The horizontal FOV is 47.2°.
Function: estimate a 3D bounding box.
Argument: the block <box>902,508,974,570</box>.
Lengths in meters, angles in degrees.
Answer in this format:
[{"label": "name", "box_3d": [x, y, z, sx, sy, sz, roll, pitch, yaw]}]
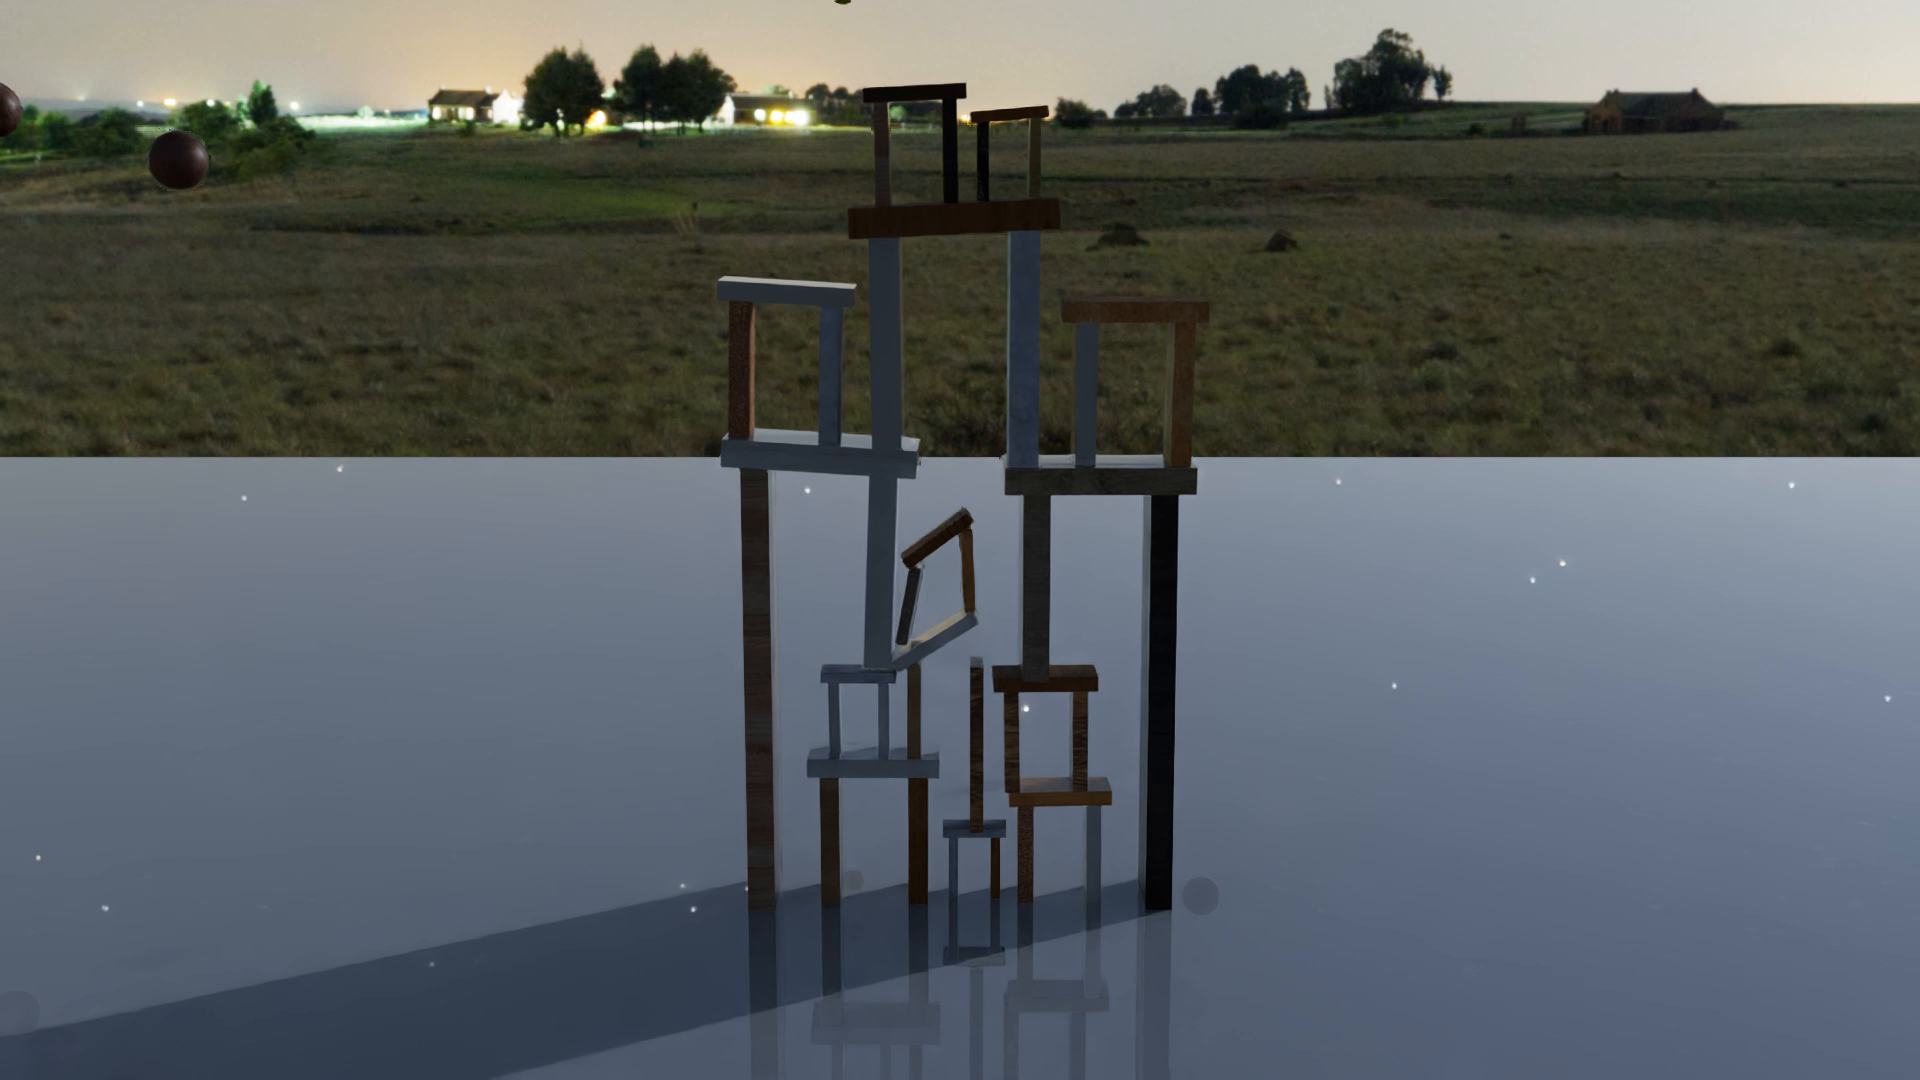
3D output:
[{"label": "block", "box_3d": [-0.037, -0.003, 3.561, 0.130, 0.018, 0.065, -36, 10, 3]}]

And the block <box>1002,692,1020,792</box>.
[{"label": "block", "box_3d": [0.083, 0.321, 3.608, 0.024, 0.168, 0.084, -1, 11, -1]}]

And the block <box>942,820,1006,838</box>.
[{"label": "block", "box_3d": [0.024, 0.479, 3.653, 0.104, 0.015, 0.052, 0, 11, 0]}]

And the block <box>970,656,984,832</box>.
[{"label": "block", "box_3d": [0.027, 0.336, 3.619, 0.022, 0.278, 0.076, 0, 11, 0]}]

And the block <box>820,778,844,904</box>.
[{"label": "block", "box_3d": [-0.213, 0.484, 3.653, 0.030, 0.215, 0.108, 0, 11, 0]}]

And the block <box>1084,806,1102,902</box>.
[{"label": "block", "box_3d": [0.220, 0.508, 3.652, 0.024, 0.167, 0.084, -1, 11, 0]}]

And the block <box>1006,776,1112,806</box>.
[{"label": "block", "box_3d": [0.162, 0.415, 3.628, 0.167, 0.024, 0.084, -1, 11, -2]}]

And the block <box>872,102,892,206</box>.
[{"label": "block", "box_3d": [-0.121, -0.605, 3.449, 0.023, 0.159, 0.080, -1, 10, 0]}]

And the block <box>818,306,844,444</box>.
[{"label": "block", "box_3d": [-0.205, -0.268, 3.510, 0.030, 0.214, 0.107, 2, 10, 0]}]

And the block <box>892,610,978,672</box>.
[{"label": "block", "box_3d": [-0.039, 0.160, 3.580, 0.152, 0.022, 0.076, -32, 8, 6]}]

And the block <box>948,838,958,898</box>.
[{"label": "block", "box_3d": [-0.011, 0.538, 3.664, 0.015, 0.104, 0.052, 0, 11, 0]}]

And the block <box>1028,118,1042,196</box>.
[{"label": "block", "box_3d": [0.117, -0.601, 3.456, 0.017, 0.121, 0.060, 0, 9, -1]}]

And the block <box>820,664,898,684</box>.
[{"label": "block", "box_3d": [-0.165, 0.219, 3.606, 0.121, 0.017, 0.061, 0, 11, 1]}]

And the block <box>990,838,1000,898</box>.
[{"label": "block", "box_3d": [0.059, 0.538, 3.664, 0.015, 0.104, 0.052, 0, 11, 0]}]

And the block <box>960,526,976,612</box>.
[{"label": "block", "box_3d": [0.012, 0.046, 3.566, 0.018, 0.130, 0.065, -3, 10, -2]}]

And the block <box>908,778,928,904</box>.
[{"label": "block", "box_3d": [-0.069, 0.484, 3.653, 0.030, 0.215, 0.108, 0, 11, 0]}]

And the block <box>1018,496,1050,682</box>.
[{"label": "block", "box_3d": [0.119, 0.065, 3.562, 0.043, 0.302, 0.151, 0, 10, -2]}]

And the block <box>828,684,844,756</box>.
[{"label": "block", "box_3d": [-0.205, 0.287, 3.620, 0.017, 0.121, 0.061, -1, 11, 1]}]

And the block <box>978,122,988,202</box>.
[{"label": "block", "box_3d": [0.036, -0.594, 3.455, 0.017, 0.121, 0.060, 0, 9, 0]}]

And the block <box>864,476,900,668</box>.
[{"label": "block", "box_3d": [-0.126, 0.039, 3.558, 0.044, 0.308, 0.154, 2, 10, 0]}]

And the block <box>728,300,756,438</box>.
[{"label": "block", "box_3d": [-0.348, -0.277, 3.510, 0.030, 0.214, 0.107, 1, 10, 0]}]

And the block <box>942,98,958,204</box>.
[{"label": "block", "box_3d": [-0.015, -0.610, 3.449, 0.023, 0.159, 0.080, -1, 10, 0]}]

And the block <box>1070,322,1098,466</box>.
[{"label": "block", "box_3d": [0.198, -0.238, 3.509, 0.032, 0.227, 0.113, 0, 10, -2]}]

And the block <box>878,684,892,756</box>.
[{"label": "block", "box_3d": [-0.124, 0.288, 3.619, 0.017, 0.122, 0.061, 0, 11, 1]}]

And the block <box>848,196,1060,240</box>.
[{"label": "block", "box_3d": [-0.009, -0.508, 3.462, 0.326, 0.046, 0.163, -3, 10, 0]}]

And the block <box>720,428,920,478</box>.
[{"label": "block", "box_3d": [-0.221, -0.141, 3.528, 0.308, 0.044, 0.154, 4, 10, 0]}]

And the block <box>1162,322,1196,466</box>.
[{"label": "block", "box_3d": [0.350, -0.238, 3.513, 0.032, 0.227, 0.113, 1, 10, -2]}]

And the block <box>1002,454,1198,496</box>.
[{"label": "block", "box_3d": [0.220, -0.105, 3.535, 0.302, 0.043, 0.151, 0, 10, -1]}]

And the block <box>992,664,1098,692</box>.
[{"label": "block", "box_3d": [0.138, 0.226, 3.592, 0.168, 0.024, 0.084, -1, 11, -2]}]

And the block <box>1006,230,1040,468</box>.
[{"label": "block", "box_3d": [0.100, -0.308, 3.497, 0.046, 0.368, 0.163, 0, 10, 0]}]

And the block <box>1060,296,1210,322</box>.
[{"label": "block", "box_3d": [0.275, -0.366, 3.489, 0.227, 0.032, 0.113, 0, 10, -1]}]

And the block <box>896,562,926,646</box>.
[{"label": "block", "box_3d": [-0.081, 0.102, 3.596, 0.018, 0.130, 0.065, 12, 9, 4]}]

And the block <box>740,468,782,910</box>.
[{"label": "block", "box_3d": [-0.324, 0.233, 3.599, 0.044, 0.727, 0.154, 0, 10, 0]}]

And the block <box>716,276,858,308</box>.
[{"label": "block", "box_3d": [-0.273, -0.393, 3.488, 0.214, 0.030, 0.107, 3, 10, 0]}]

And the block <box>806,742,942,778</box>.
[{"label": "block", "box_3d": [-0.140, 0.363, 3.631, 0.215, 0.030, 0.108, 0, 11, 1]}]

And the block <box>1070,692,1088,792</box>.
[{"label": "block", "box_3d": [0.194, 0.320, 3.613, 0.024, 0.168, 0.084, -1, 11, -1]}]

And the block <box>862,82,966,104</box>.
[{"label": "block", "box_3d": [-0.070, -0.697, 3.433, 0.159, 0.023, 0.080, -3, 10, 0]}]

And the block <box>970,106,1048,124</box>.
[{"label": "block", "box_3d": [0.076, -0.666, 3.444, 0.121, 0.017, 0.060, -5, 9, -1]}]

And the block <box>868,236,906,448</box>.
[{"label": "block", "box_3d": [-0.115, -0.318, 3.496, 0.046, 0.326, 0.163, 0, 10, 1]}]

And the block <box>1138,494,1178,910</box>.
[{"label": "block", "box_3d": [0.324, 0.253, 3.605, 0.043, 0.686, 0.151, 0, 11, 0]}]

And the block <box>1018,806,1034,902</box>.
[{"label": "block", "box_3d": [0.108, 0.508, 3.652, 0.024, 0.167, 0.084, 0, 11, 0]}]

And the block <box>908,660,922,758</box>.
[{"label": "block", "box_3d": [-0.074, 0.274, 3.606, 0.022, 0.152, 0.076, 1, 10, 1]}]
